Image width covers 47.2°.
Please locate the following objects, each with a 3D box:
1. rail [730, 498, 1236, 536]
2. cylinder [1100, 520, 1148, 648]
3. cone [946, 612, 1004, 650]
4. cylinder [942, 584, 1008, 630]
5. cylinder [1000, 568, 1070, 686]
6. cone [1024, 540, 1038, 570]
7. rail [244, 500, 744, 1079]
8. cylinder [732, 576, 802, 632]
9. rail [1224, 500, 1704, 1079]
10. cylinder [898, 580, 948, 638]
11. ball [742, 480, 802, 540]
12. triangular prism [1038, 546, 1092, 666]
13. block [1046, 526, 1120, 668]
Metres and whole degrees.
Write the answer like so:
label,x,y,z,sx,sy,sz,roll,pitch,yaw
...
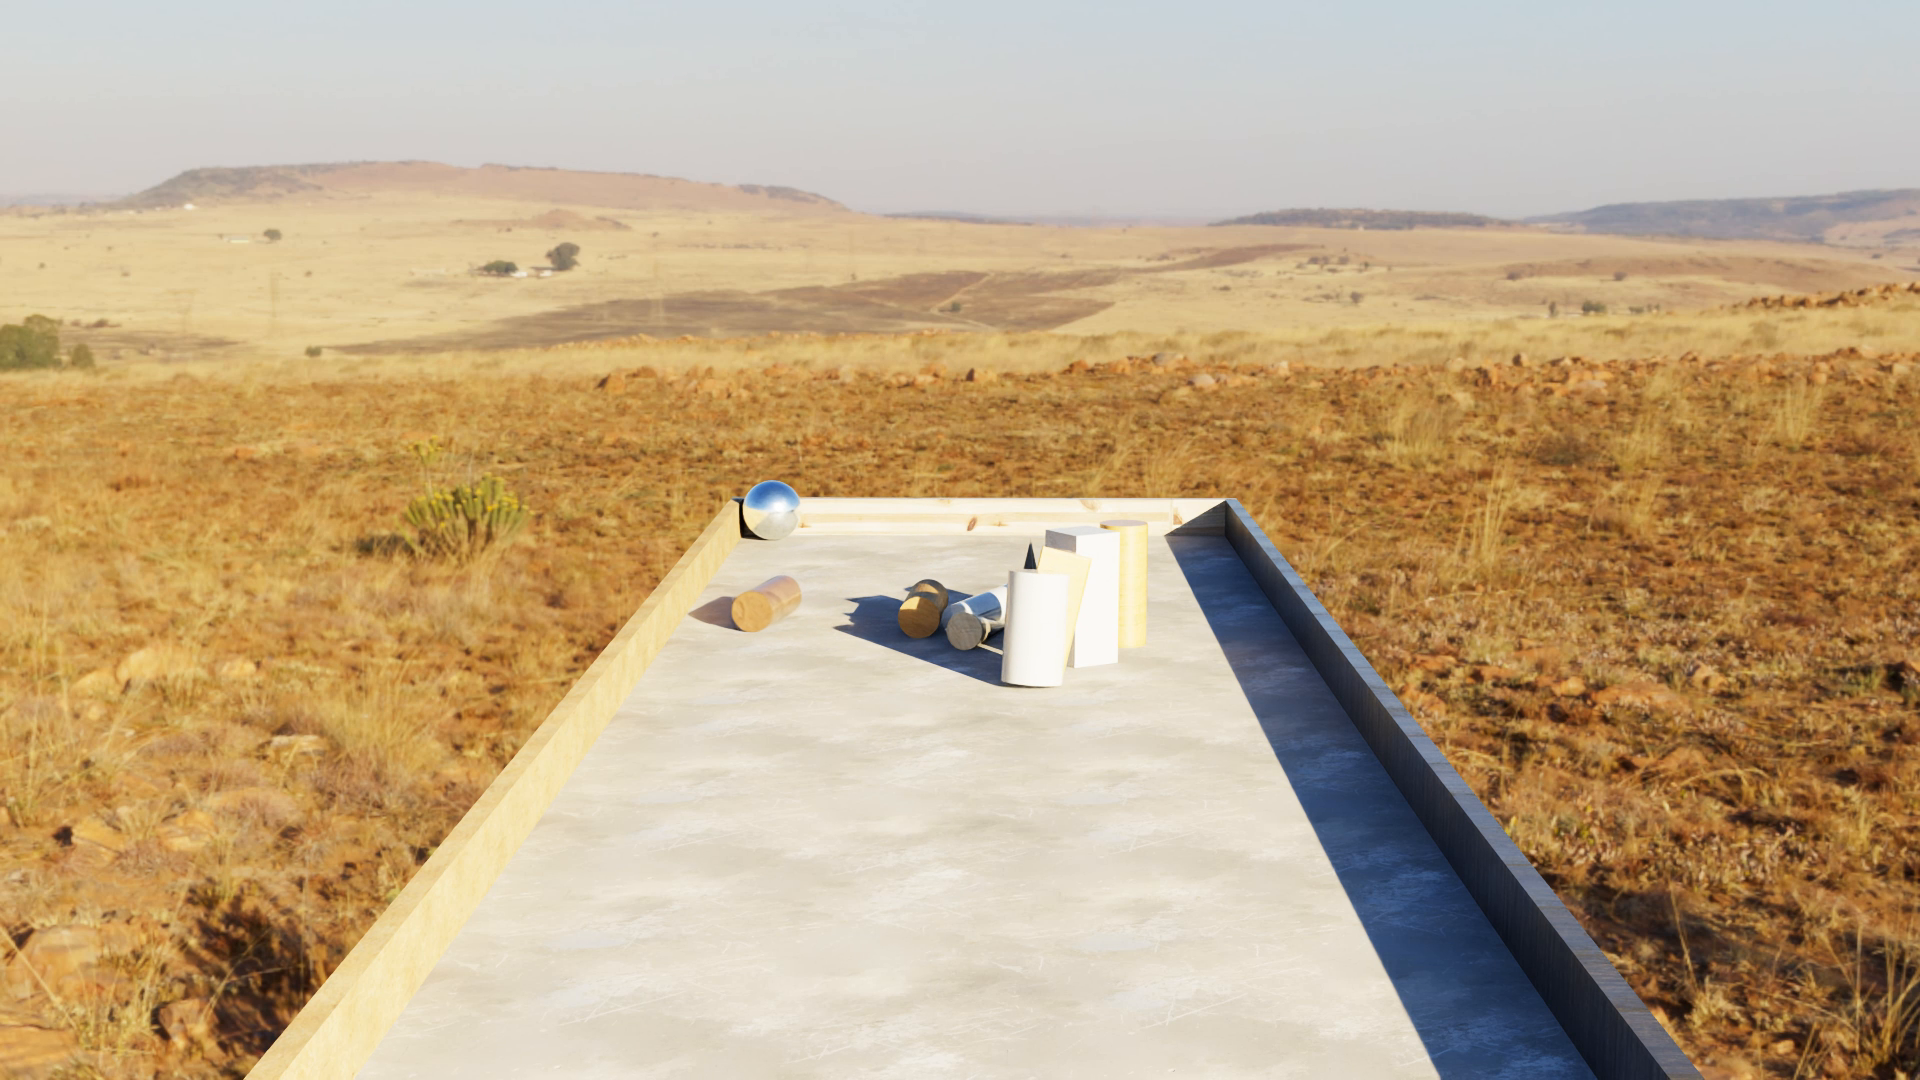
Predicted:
label,x,y,z,sx,sy,sz,roll,pitch,yaw
rail,0.099,-0.098,9.147,2.100,0.150,0.050,0,9,1
cylinder,0.513,0.137,6.919,0.152,0.384,0.152,0,9,0
cone,0.089,0.282,7.044,0.118,0.118,0.425,3,2,21
cylinder,0.080,0.228,7.222,0.107,0.107,0.422,4,10,25
cylinder,0.217,0.251,6.343,0.179,0.319,0.179,4,3,0
cone,0.222,0.155,6.998,0.147,0.322,0.147,1,9,0
rail,-1.004,0.839,3.234,0.050,0.150,12.000,0,9,1
cylinder,-0.636,0.209,7.260,0.136,0.136,0.314,2,9,14
rail,1.046,0.843,3.208,0.050,0.150,12.000,0,9,1
cylinder,-0.118,0.222,7.179,0.134,0.134,0.334,1,9,4
ball,-0.769,-0.122,8.998,0.244,0.244,0.244,0,9,0
triangular prism,0.278,0.211,6.495,0.148,0.365,0.128,14,3,7
block,0.368,0.170,6.660,0.160,0.399,0.160,-5,10,-33
